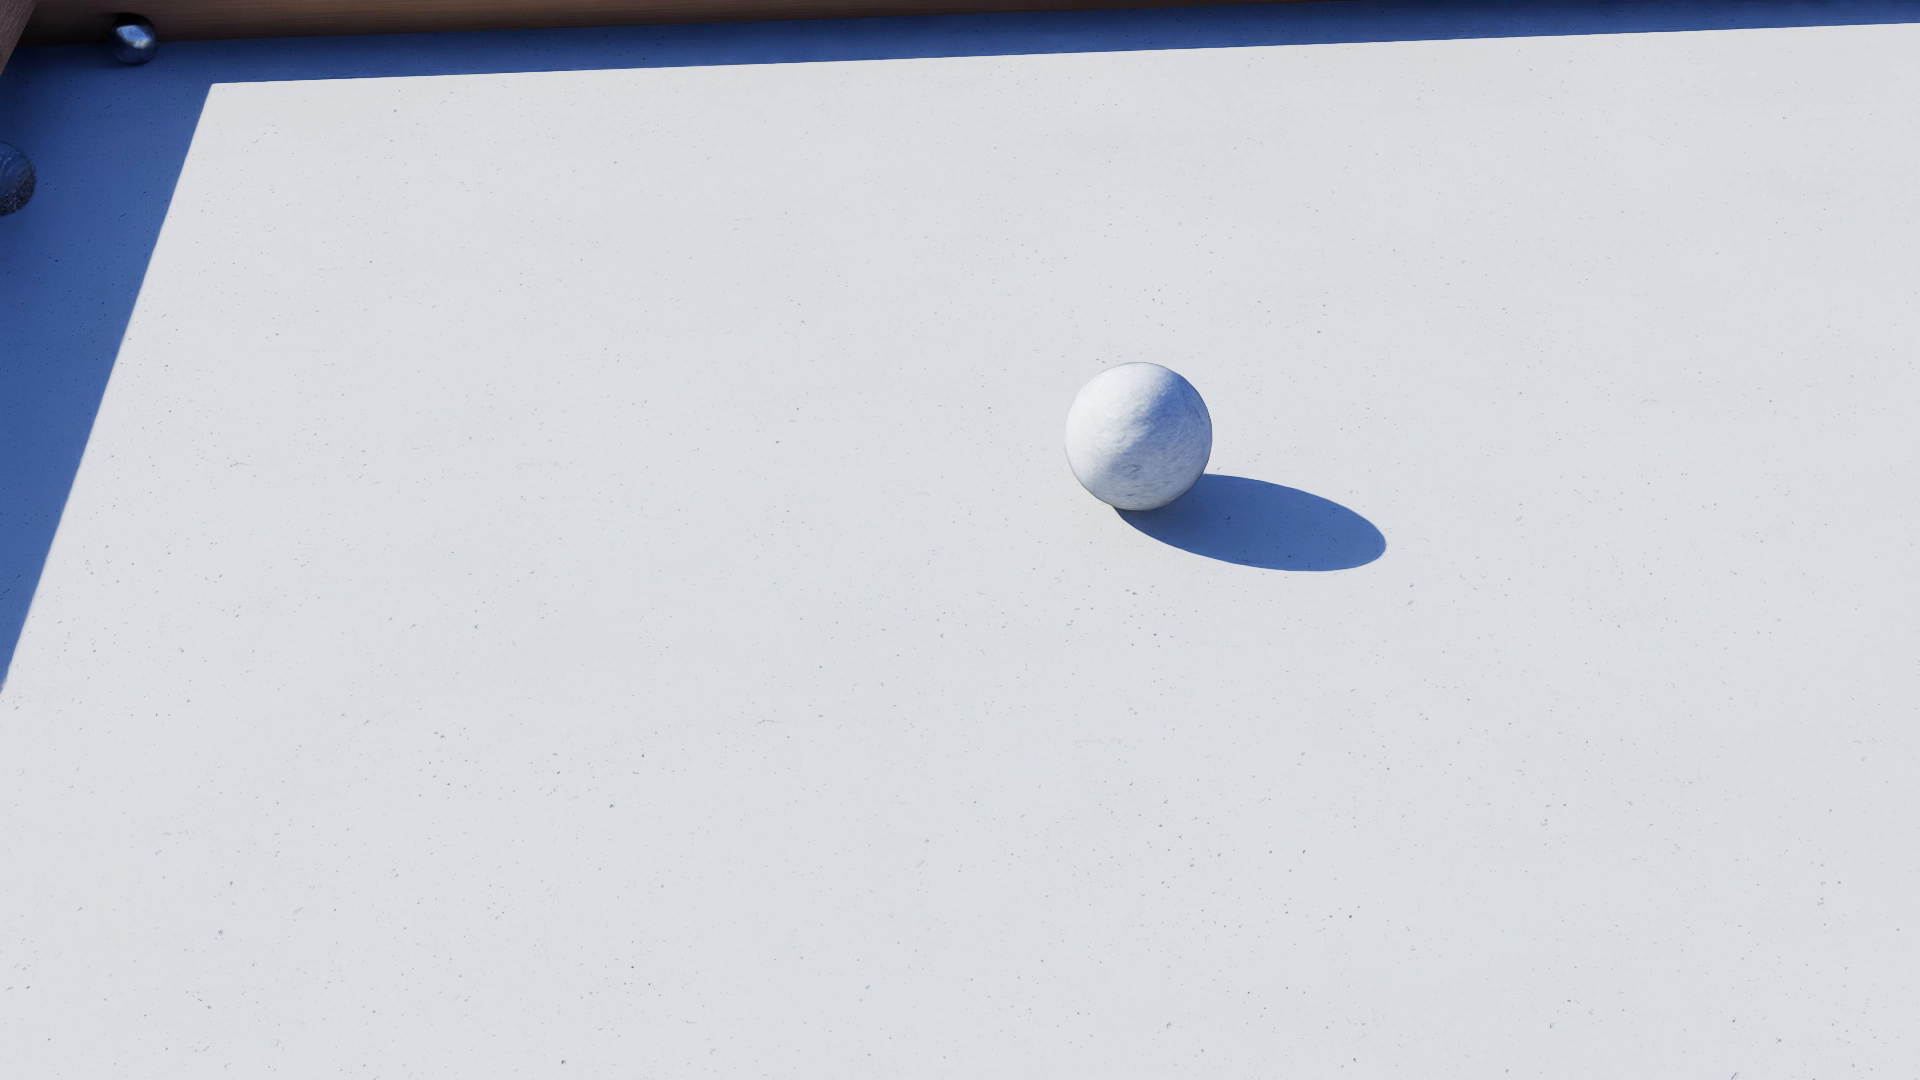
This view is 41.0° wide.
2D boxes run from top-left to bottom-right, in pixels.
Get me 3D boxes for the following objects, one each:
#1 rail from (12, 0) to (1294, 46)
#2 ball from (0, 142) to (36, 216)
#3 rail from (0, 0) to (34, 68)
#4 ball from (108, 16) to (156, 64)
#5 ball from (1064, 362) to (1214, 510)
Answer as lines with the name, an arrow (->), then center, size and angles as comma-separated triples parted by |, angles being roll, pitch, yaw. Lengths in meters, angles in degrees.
rail -> 0.721, -0.563, 2.370 | 3.168, 0.130, 0.045 | -3, 36, -4
ball -> -0.773, -0.289, 2.055 | 0.061, 0.061, 0.061 | 0, 36, 0
rail -> -0.766, 0.008, 1.587 | 0.045, 0.130, 1.738 | -3, 36, -4
ball -> -0.737, -0.445, 2.285 | 0.042, 0.042, 0.042 | 0, 36, 0
ball -> 0.119, -0.069, 1.720 | 0.100, 0.100, 0.100 | 0, 36, 0
